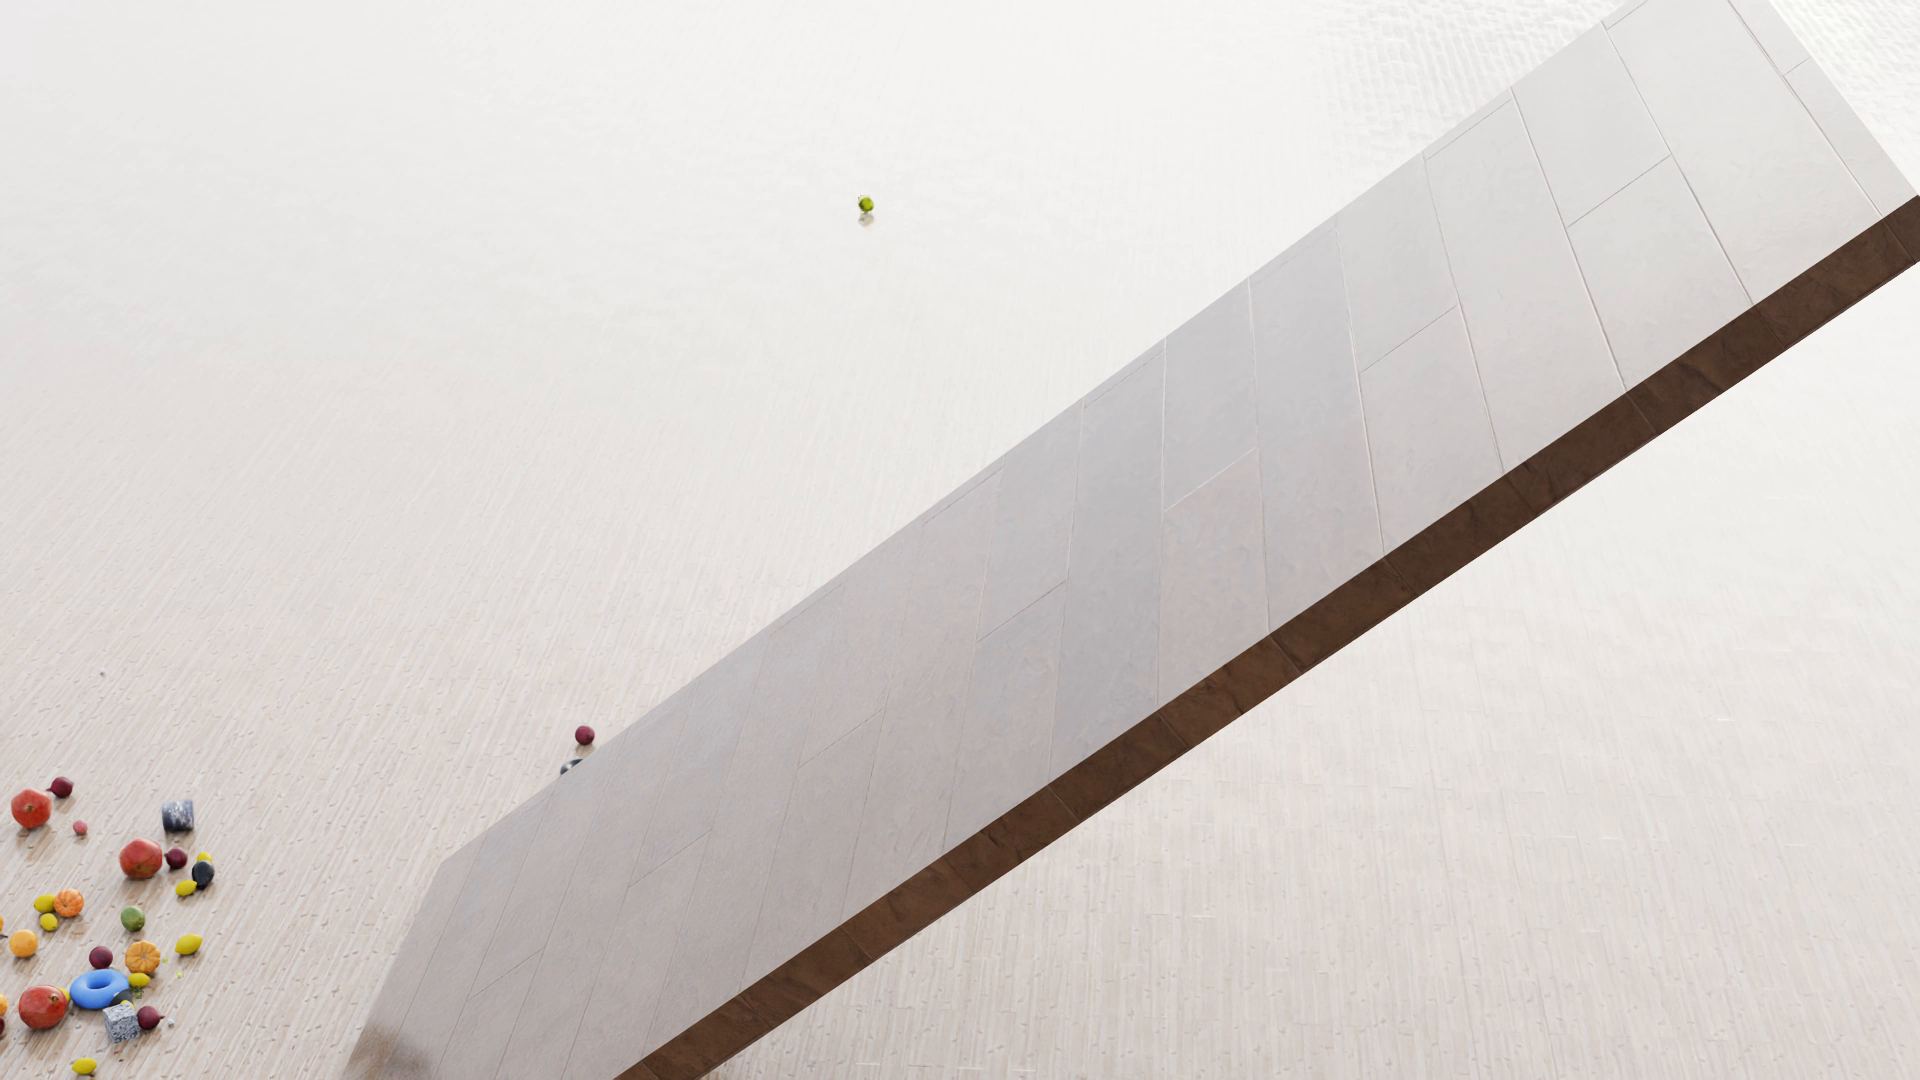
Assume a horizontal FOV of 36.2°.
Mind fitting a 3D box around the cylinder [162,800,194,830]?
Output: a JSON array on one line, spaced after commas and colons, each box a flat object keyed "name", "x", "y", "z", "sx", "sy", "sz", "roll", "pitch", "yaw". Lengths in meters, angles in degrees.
[{"name": "cylinder", "x": -2.169, "y": 0.765, "z": 8.162, "sx": 0.079, "sy": 0.079, "sz": 0.079, "roll": -4, "pitch": 24, "yaw": -8}]

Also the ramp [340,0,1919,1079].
[{"name": "ramp", "x": 0.122, "y": 0.184, "z": 6.338, "sx": 4.000, "sy": 0.100, "sz": 2.000, "roll": -36, "pitch": 16, "yaw": 18}]

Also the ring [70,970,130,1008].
[{"name": "ring", "x": -2.158, "y": 1.126, "z": 7.374, "sx": 0.146, "sy": 0.049, "sz": 0.146, "roll": -1, "pitch": 22, "yaw": 0}]

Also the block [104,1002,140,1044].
[{"name": "block", "x": -2.058, "y": 1.185, "z": 7.220, "sx": 0.064, "sy": 0.064, "sz": 0.064, "roll": -14, "pitch": 27, "yaw": -30}]

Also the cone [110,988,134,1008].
[{"name": "cone", "x": -2.069, "y": 1.162, "z": 7.314, "sx": 0.065, "sy": 0.065, "sz": 0.065, "roll": 41, "pitch": 39, "yaw": 18}]

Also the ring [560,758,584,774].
[{"name": "ring", "x": -1.090, "y": 0.663, "z": 8.447, "sx": 0.117, "sy": 0.039, "sz": 0.117, "roll": 1, "pitch": 23, "yaw": 0}]
